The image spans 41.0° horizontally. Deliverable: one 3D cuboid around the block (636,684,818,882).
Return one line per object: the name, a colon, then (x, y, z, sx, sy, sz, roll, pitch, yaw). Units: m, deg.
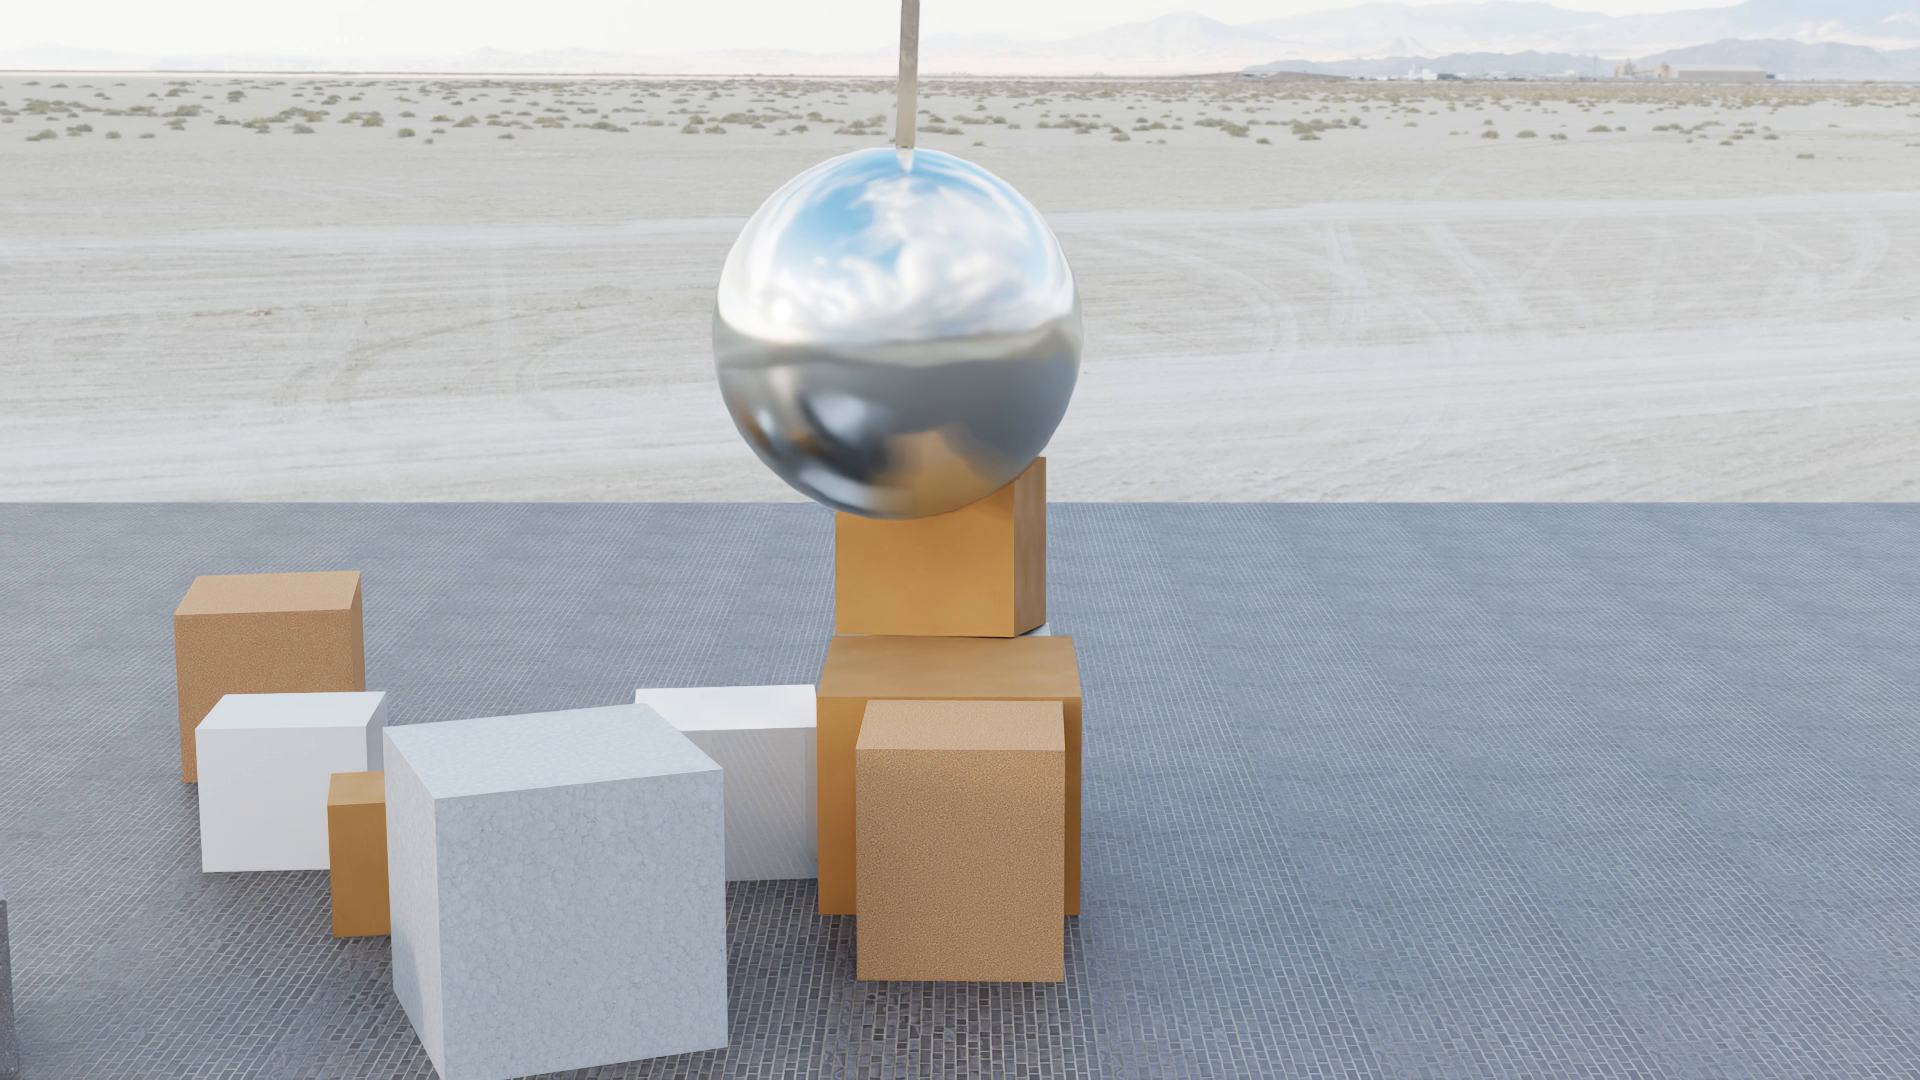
block: (-1.051, 1.093, 11.629, 0.823, 0.688, 0.794, -1, 10, -6)

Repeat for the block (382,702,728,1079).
block: (-1.524, 1.283, 9.575, 1.032, 1.050, 1.058, -4, 11, -22)

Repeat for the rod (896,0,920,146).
rod: (-0.116, -4.225, 10.412, 0.080, 5.200, 0.080, 3, 10, 0)

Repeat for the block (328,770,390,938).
block: (-2.329, 1.305, 10.809, 0.615, 0.564, 0.500, -2, 11, -11)

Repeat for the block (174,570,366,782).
block: (-3.568, 0.691, 13.363, 0.853, 0.859, 1.027, -2, 10, -10)

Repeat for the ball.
ball: (-0.269, -0.883, 11.020, 1.600, 1.600, 1.600, 0, 10, 0)

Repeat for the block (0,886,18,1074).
block: (-3.845, 1.545, 9.280, 0.709, 0.639, 0.773, -5, 11, -25)

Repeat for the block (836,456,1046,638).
block: (-0.077, 0.014, 12.270, 0.842, 0.820, 0.907, 0, 2, 11)

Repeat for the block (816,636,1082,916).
block: (-0.041, 1.013, 11.345, 1.106, 0.947, 1.183, 0, 10, 0)

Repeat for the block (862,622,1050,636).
block: (-0.016, 0.889, 12.355, 0.907, 0.830, 0.820, 0, 10, 0)

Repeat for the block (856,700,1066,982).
block: (0.011, 1.198, 10.359, 0.809, 0.936, 0.788, 0, 10, 1)

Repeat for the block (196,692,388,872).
block: (-3.028, 1.094, 11.715, 0.741, 0.656, 0.648, -1, 10, -4)
